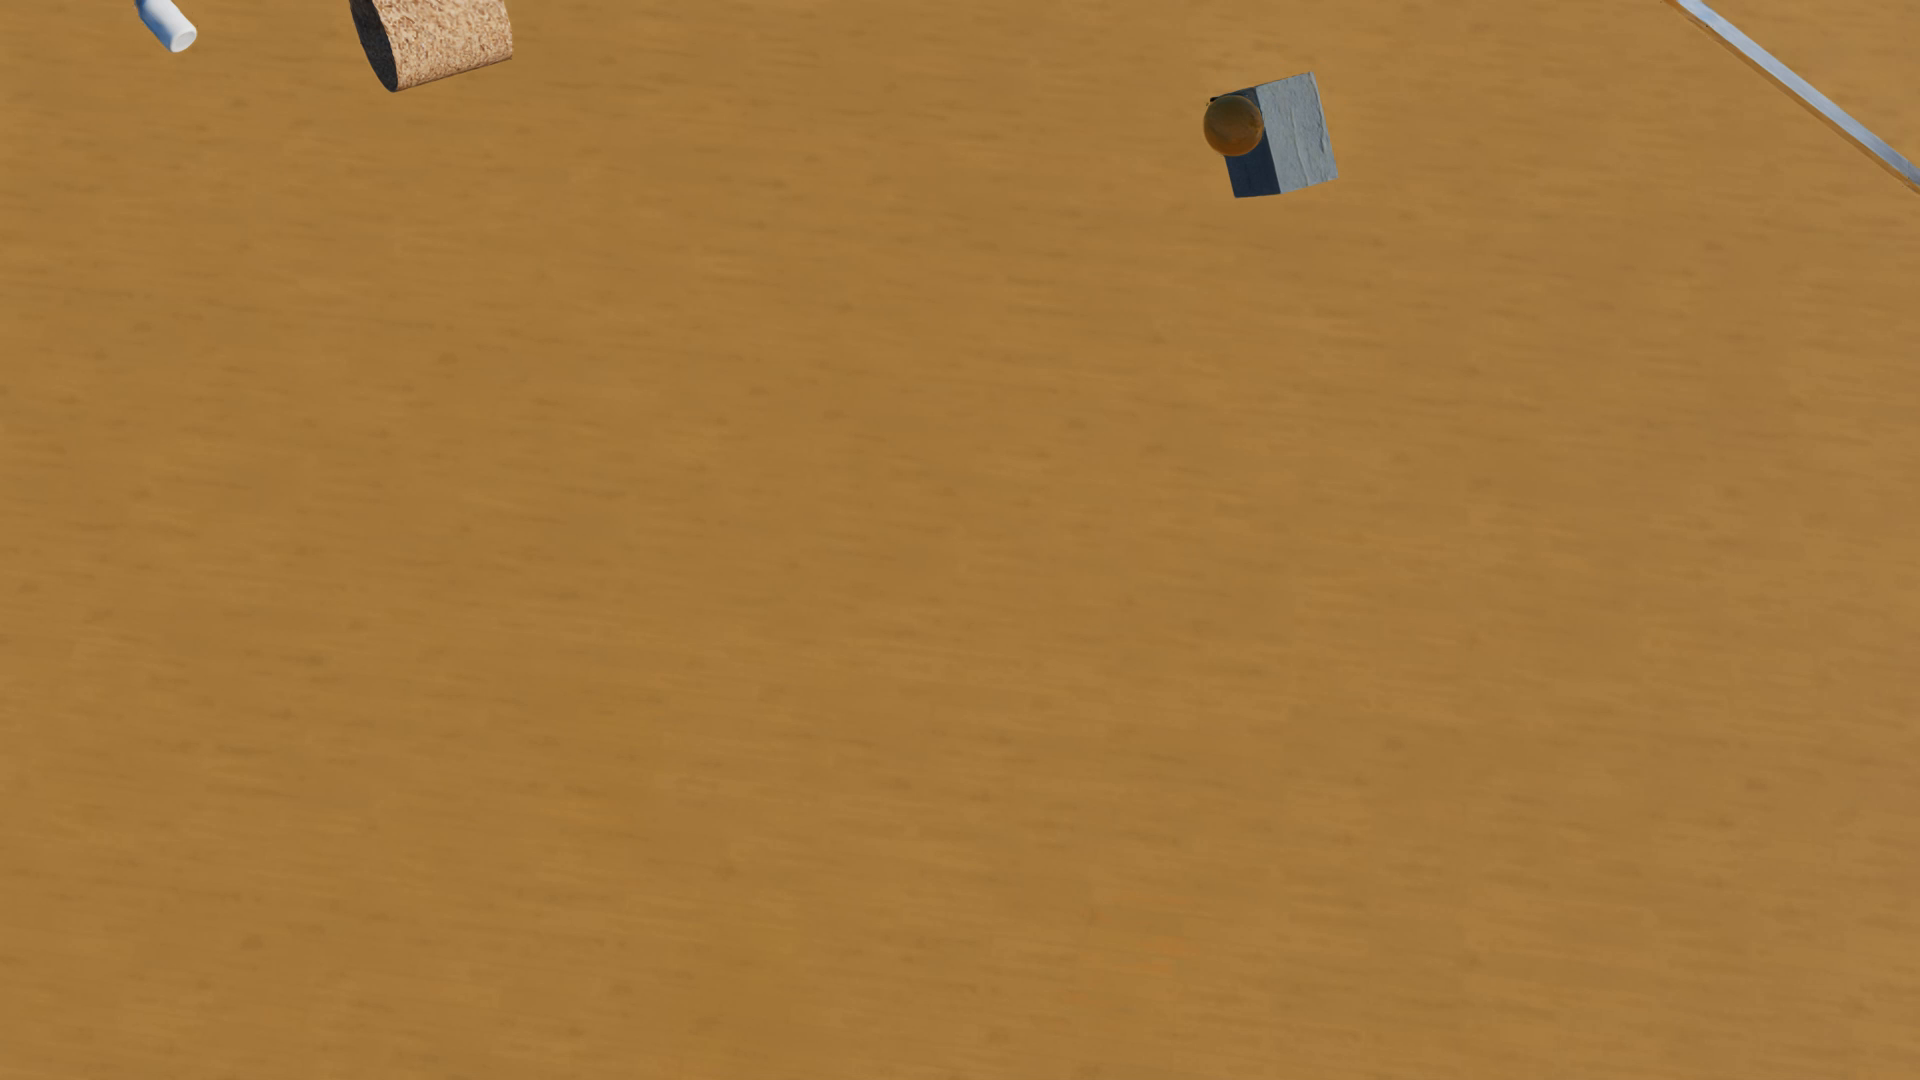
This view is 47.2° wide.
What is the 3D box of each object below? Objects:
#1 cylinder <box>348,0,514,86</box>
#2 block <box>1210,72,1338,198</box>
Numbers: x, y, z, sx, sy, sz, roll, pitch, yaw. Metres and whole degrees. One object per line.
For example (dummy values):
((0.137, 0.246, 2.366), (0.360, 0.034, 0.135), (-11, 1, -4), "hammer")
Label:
((-0.656, -0.645, 2.731), (0.163, 0.081, 0.142), (-27, 91, -44), "cylinder")
((0.630, -0.811, 4.426), (0.121, 0.315, 0.212), (-16, 100, -7), "block")
